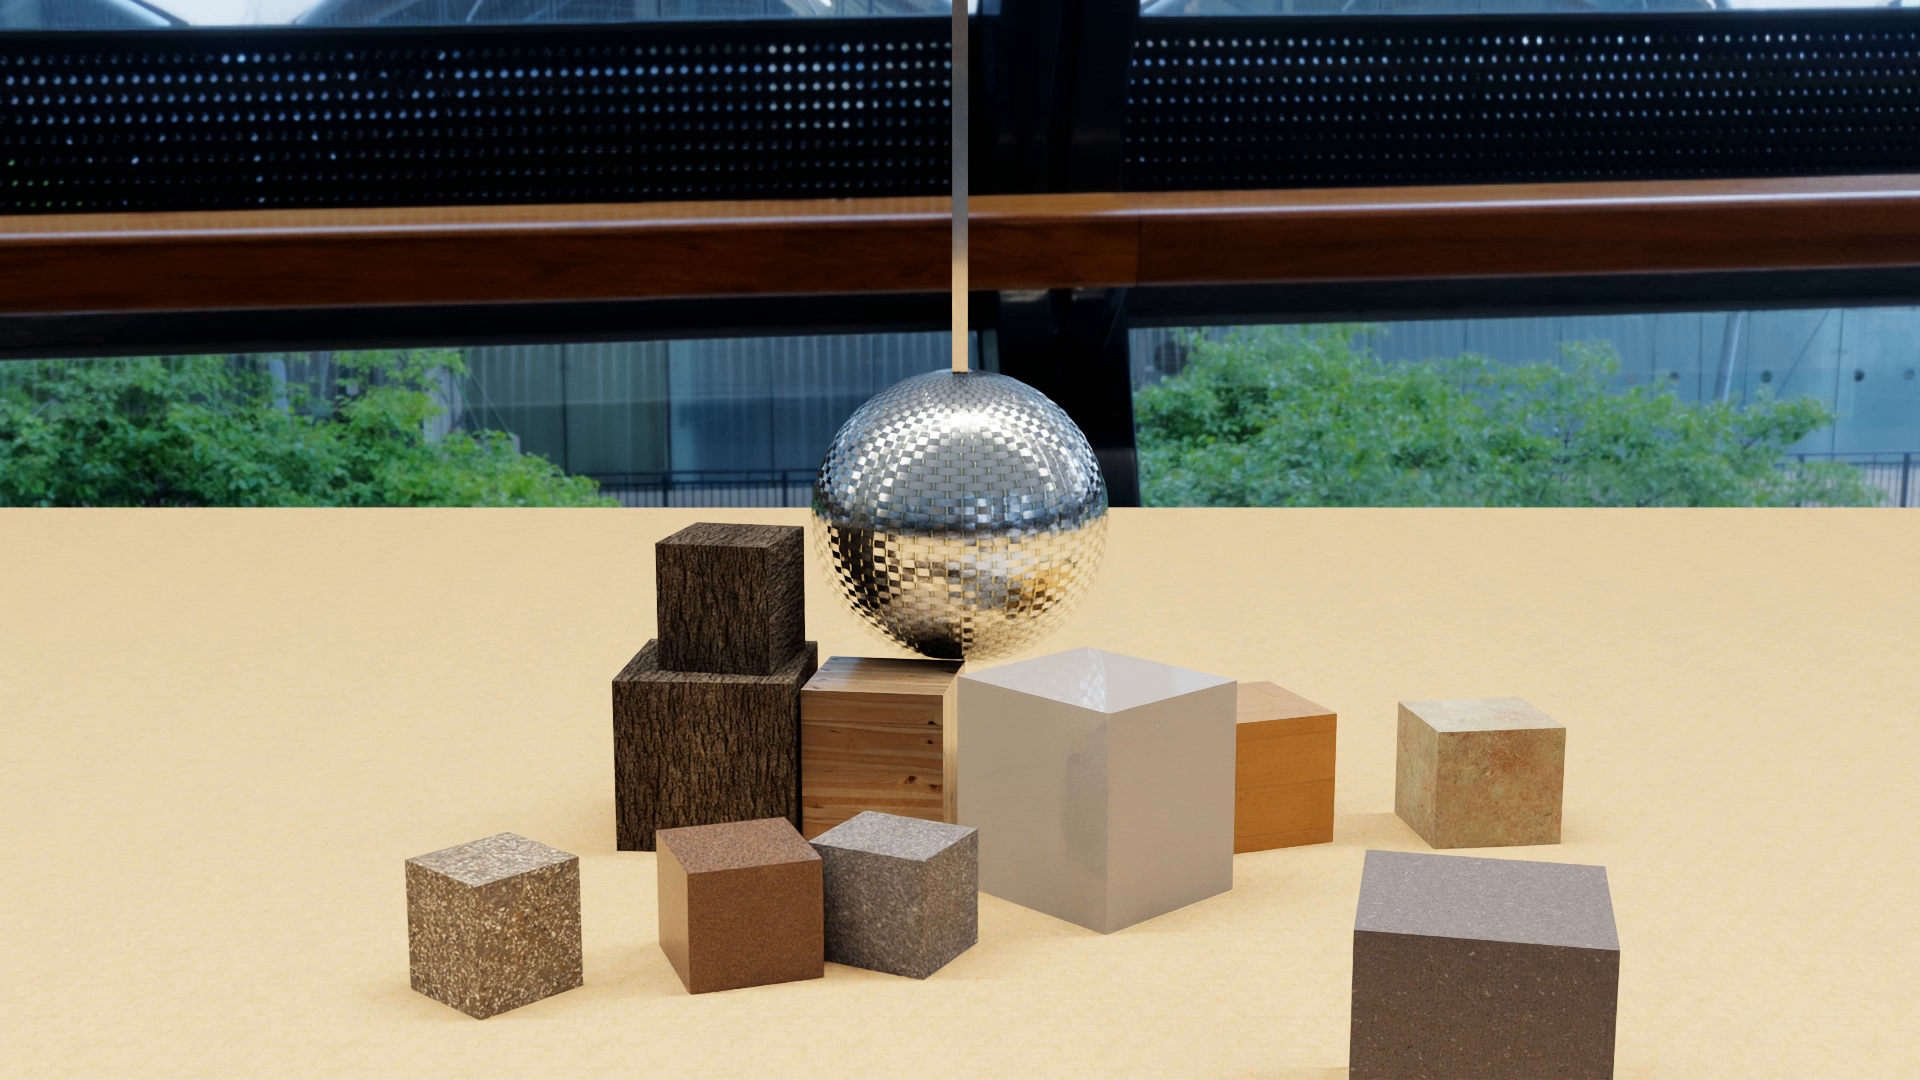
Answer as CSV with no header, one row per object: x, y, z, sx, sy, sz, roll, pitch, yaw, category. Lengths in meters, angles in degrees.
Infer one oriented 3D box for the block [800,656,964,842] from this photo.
-0.383,1.090,11.273,0.715,0.821,0.736,2,10,8,block

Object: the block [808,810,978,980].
-0.289,1.542,9.613,0.568,0.526,0.509,5,12,27,block

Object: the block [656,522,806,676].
-1.165,0.292,11.251,0.584,0.650,0.631,2,11,12,block

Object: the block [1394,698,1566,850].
2.665,1.191,11.317,0.663,0.608,0.618,-1,10,-7,block

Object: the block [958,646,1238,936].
0.641,1.149,10.390,0.885,1.022,0.964,-10,14,-43,block

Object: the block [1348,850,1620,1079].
1.857,1.688,7.859,0.869,0.867,0.881,2,11,13,block

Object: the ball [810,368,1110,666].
0.000,-0.120,11.795,1.600,1.600,1.600,0,10,0,ball

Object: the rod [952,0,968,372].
0.000,-3.383,10.841,0.080,5.200,0.080,0,16,0,rod

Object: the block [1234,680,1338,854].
1.397,1.164,11.287,0.784,0.672,0.725,-4,11,-20,block

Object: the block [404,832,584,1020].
-1.943,1.600,9.185,0.497,0.566,0.517,9,14,42,block

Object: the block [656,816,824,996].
-0.954,1.565,9.485,0.580,0.527,0.620,-4,11,-19,block

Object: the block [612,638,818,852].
-1.238,1.047,11.362,0.902,0.875,0.944,1,10,4,block
